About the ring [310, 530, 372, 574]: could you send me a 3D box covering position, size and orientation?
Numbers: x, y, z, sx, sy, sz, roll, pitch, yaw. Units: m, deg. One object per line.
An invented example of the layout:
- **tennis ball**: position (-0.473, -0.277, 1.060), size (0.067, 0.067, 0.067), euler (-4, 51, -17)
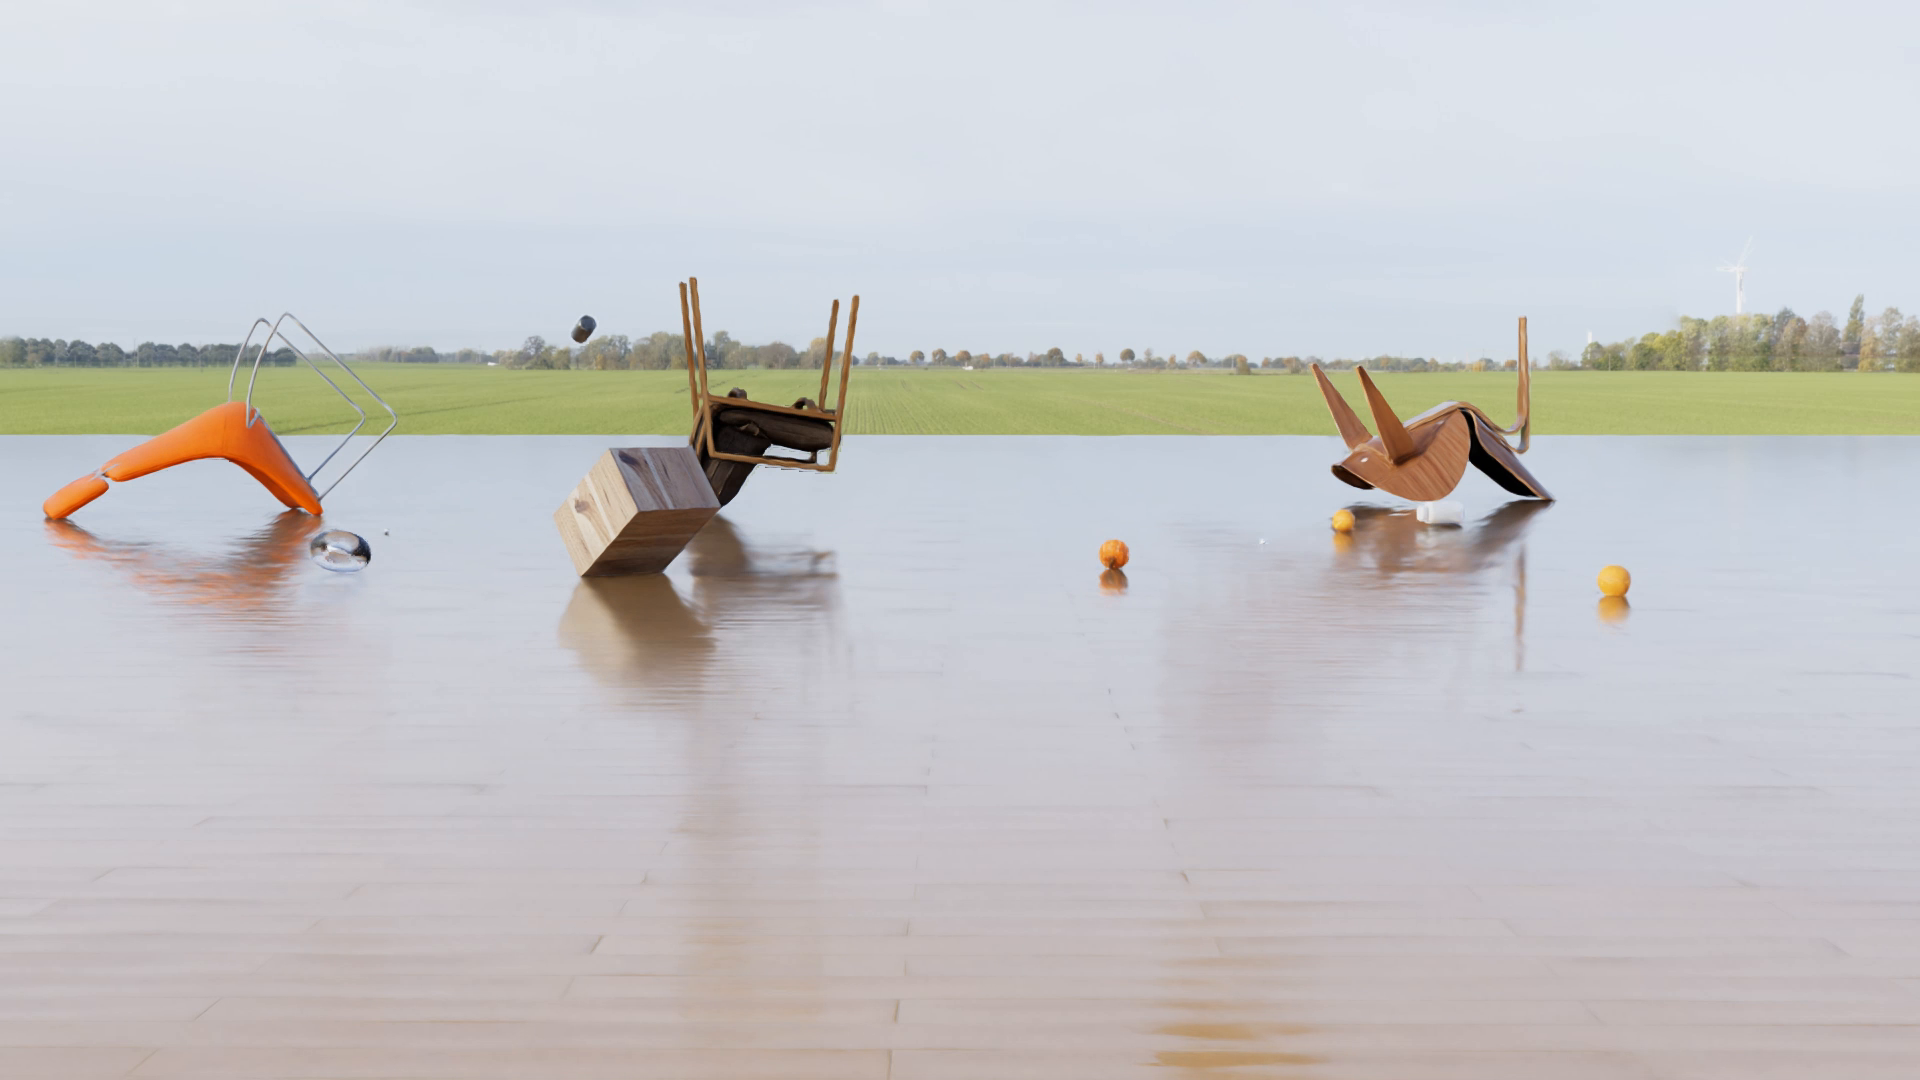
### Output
- **ring**: position (-1.503, 0.028, 5.336), size (0.150, 0.050, 0.133), euler (0, -41, 1)

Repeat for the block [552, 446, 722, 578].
- **block**: position (-0.776, -0.068, 5.274), size (0.252, 0.179, 0.277), euler (-4, -31, -47)
